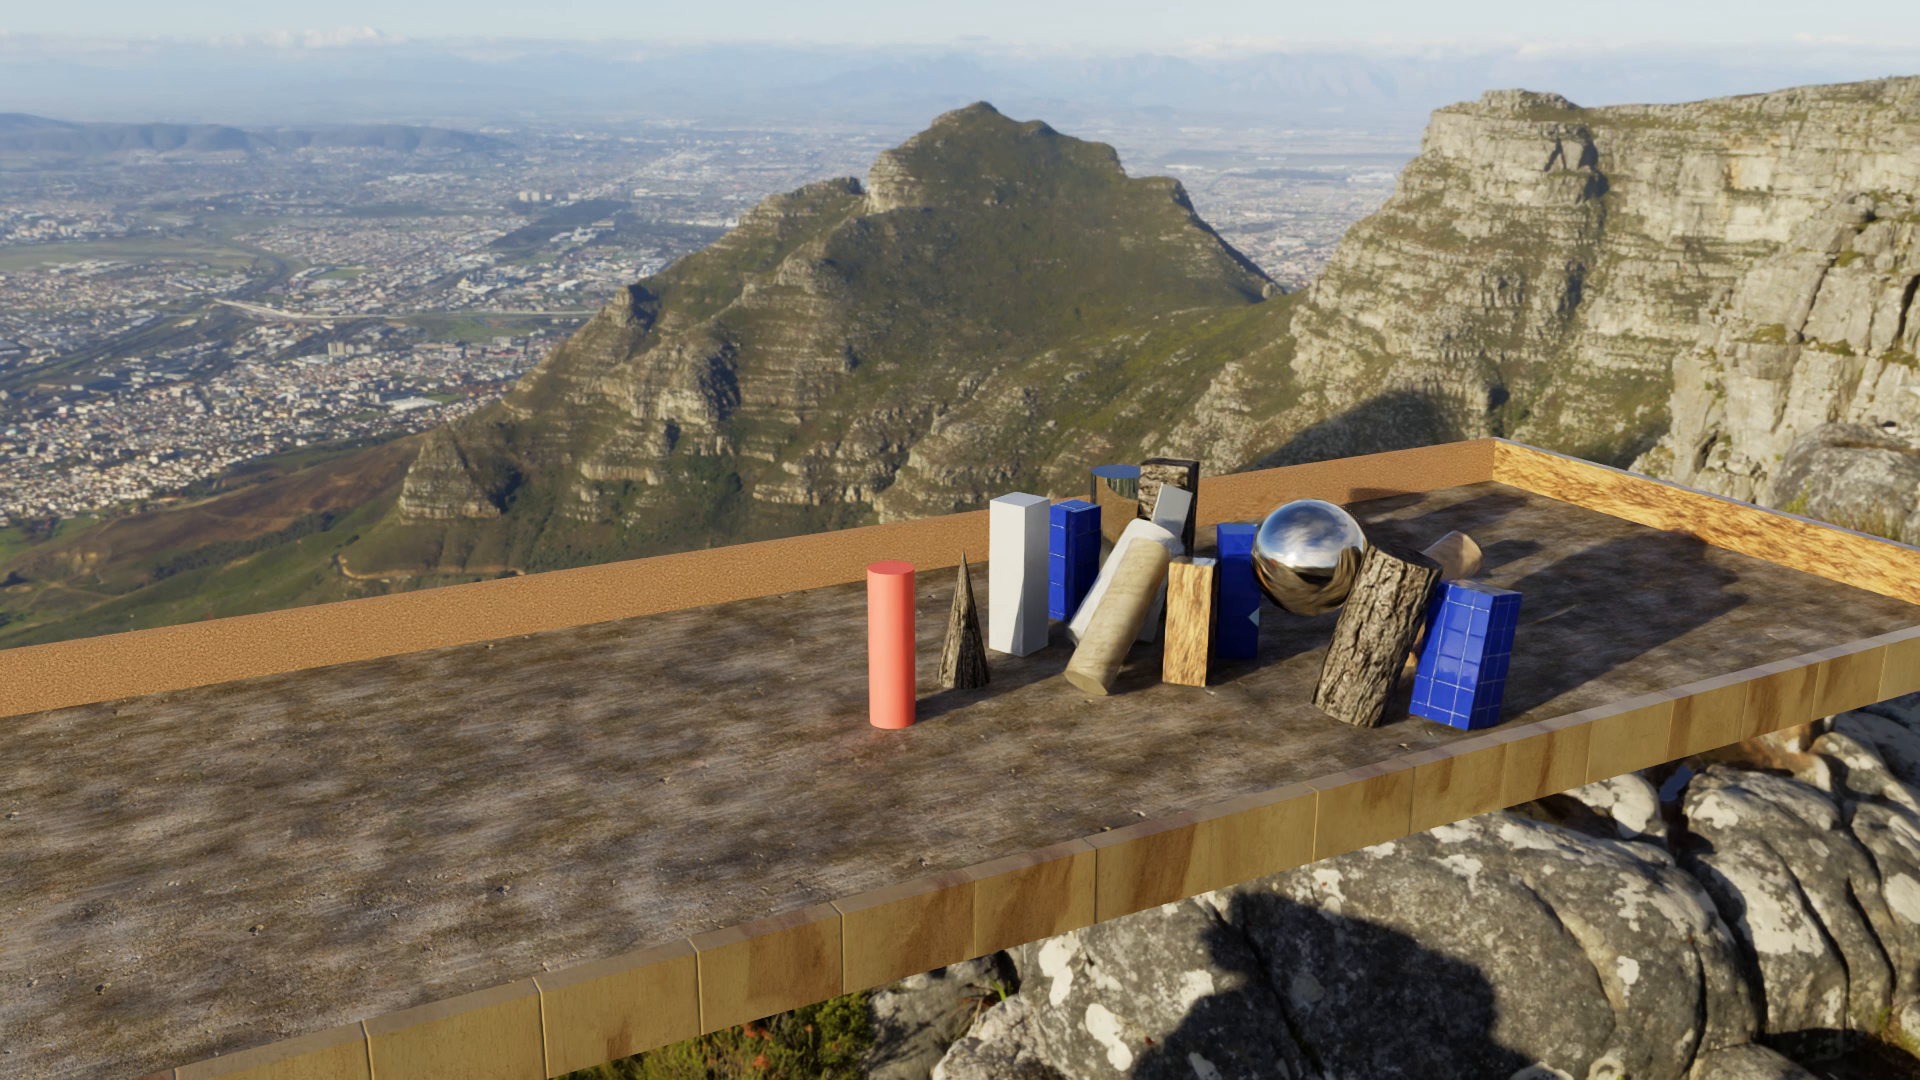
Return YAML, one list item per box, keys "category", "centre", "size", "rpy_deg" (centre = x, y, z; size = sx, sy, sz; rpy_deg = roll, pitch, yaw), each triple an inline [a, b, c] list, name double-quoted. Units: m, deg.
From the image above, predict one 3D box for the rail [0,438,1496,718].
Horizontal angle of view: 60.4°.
- category: "rail"
  centre: [-3.305, 0.497, 3.399]
  size: [12.000, 0.150, 0.050]
  rpy_deg: [-9, 18, -27]

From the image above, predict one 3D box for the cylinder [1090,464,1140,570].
- category: "cylinder"
  centre: [0.464, -0.033, 4.852]
  size: [0.166, 0.346, 0.166]
  rpy_deg: [0, 16, 0]

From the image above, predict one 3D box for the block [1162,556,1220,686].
- category: "block"
  centre: [0.577, 0.201, 4.116]
  size: [0.107, 0.302, 0.107]
  rpy_deg: [5, 11, 18]

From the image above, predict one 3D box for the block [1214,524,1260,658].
- category: "block"
  centre: [0.724, 0.133, 4.305]
  size: [0.102, 0.336, 0.102]
  rpy_deg: [0, 16, 0]

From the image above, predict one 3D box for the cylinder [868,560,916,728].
- category: "cylinder"
  centre: [-0.159, 0.245, 3.852]
  size: [0.109, 0.378, 0.109]
  rpy_deg: [0, 16, 0]

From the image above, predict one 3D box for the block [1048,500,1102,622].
- category: "block"
  centre: [0.316, 0.059, 4.585]
  size: [0.103, 0.320, 0.103]
  rpy_deg: [-15, 22, -42]

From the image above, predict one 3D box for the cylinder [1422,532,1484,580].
- category: "cylinder"
  centre: [1.159, 0.123, 4.203]
  size: [0.366, 0.126, 0.126]
  rpy_deg: [-32, 28, -19]

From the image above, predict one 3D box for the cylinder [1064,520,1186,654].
- category: "cylinder"
  centre: [0.428, 0.134, 4.265]
  size: [0.167, 0.167, 0.346]
  rpy_deg: [15, 66, 42]

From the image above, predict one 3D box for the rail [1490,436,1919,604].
- category: "rail"
  centre: [2.466, -0.048, 5.253]
  size: [0.050, 0.150, 2.100]
  rpy_deg: [-9, 18, -27]

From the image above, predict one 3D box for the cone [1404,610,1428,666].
- category: "cone"
  centre: [1.234, 0.169, 4.273]
  size: [0.336, 0.123, 0.123]
  rpy_deg: [-44, 35, -18]

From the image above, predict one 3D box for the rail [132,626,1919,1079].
- category: "rail"
  centre: [-2.336, 1.006, 1.665]
  size: [12.000, 0.150, 0.050]
  rpy_deg: [-9, 18, -27]

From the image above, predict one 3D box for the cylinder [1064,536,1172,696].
- category: "cylinder"
  centre: [0.394, 0.187, 4.088]
  size: [0.116, 0.116, 0.394]
  rpy_deg: [13, 64, 37]

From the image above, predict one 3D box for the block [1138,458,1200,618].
- category: "block"
  centre: [0.573, -0.006, 4.599]
  size: [0.133, 0.425, 0.133]
  rpy_deg: [6, 11, 21]

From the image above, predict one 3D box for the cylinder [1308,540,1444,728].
- category: "cylinder"
  centre: [0.967, 0.218, 3.841]
  size: [0.177, 0.401, 0.177]
  rpy_deg: [17, 15, -5]

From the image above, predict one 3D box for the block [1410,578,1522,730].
- category: "block"
  centre: [1.180, 0.265, 3.850]
  size: [0.149, 0.317, 0.149]
  rpy_deg: [16, 12, 42]

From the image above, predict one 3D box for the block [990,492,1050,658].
- category: "block"
  centre: [0.156, 0.089, 4.331]
  size: [0.112, 0.406, 0.112]
  rpy_deg: [13, 21, 37]

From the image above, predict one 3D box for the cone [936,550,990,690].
- category: "cone"
  centre: [0.009, 0.185, 4.110]
  size: [0.135, 0.347, 0.135]
  rpy_deg: [0, 16, 0]

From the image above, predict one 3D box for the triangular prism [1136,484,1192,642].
- category: "triangular prism"
  centre: [0.519, 0.064, 4.436]
  size: [0.089, 0.421, 0.077]
  rpy_deg: [17, -9, -8]

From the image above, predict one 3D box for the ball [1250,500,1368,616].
- category: "ball"
  centre: [0.838, 0.042, 3.956]
  size: [0.280, 0.280, 0.280]
  rpy_deg: [0, 16, 0]
